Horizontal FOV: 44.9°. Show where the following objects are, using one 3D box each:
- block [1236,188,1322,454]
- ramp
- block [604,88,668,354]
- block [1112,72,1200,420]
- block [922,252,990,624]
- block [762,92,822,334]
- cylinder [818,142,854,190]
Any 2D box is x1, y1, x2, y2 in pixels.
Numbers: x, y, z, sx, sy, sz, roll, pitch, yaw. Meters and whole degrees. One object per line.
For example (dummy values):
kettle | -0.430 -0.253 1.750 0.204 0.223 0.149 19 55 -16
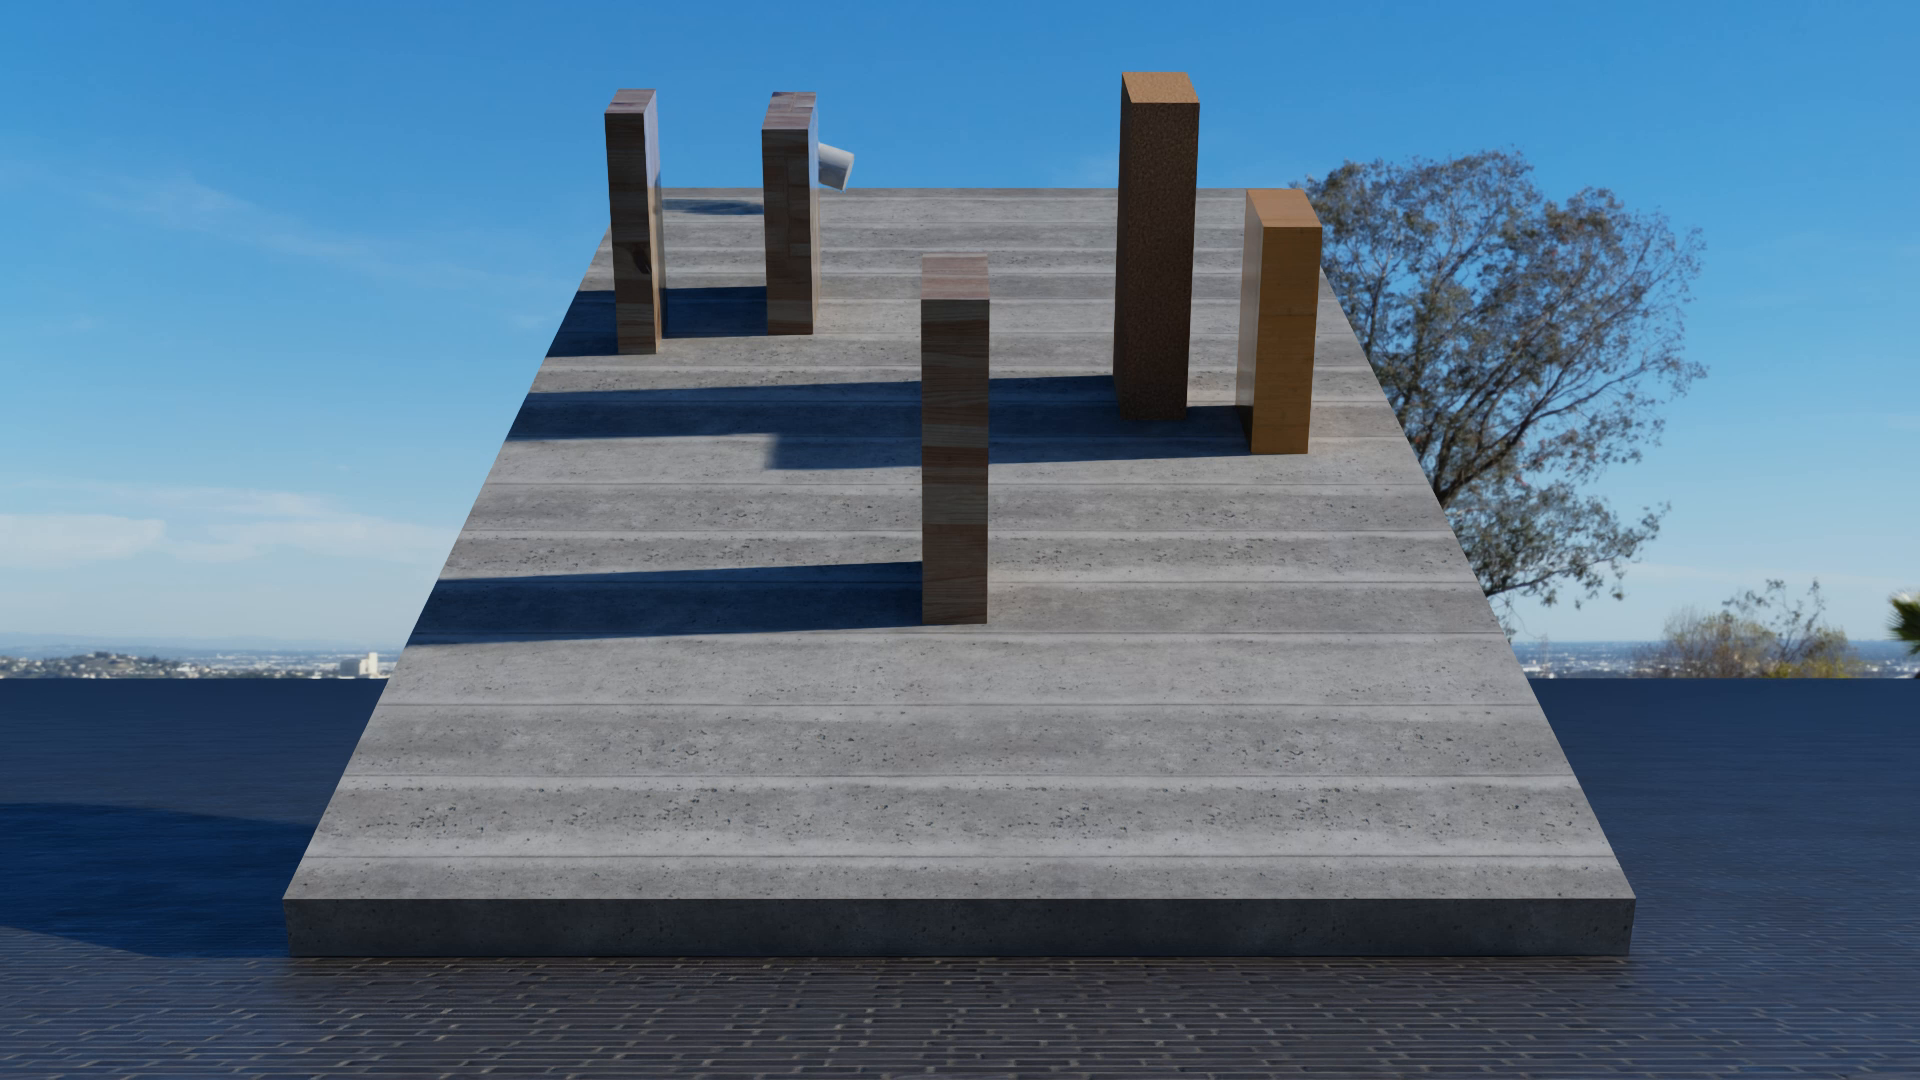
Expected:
block | 0.697 -0.484 5.109 0.124 0.511 0.306 0 24 0
ramp | -0.008 -0.227 5.281 2.000 0.100 4.000 0 24 0
block | -0.787 -0.777 5.667 0.092 0.594 0.258 0 24 0
block | 0.439 -0.665 5.253 0.147 0.726 0.305 0 24 0
block | -0.009 -0.188 4.289 0.119 0.625 0.282 0 24 0
block | -0.424 -0.834 5.889 0.113 0.520 0.406 0 24 0
cylinder | -0.382 -1.100 6.834 0.114 0.114 0.114 18 -3 0
